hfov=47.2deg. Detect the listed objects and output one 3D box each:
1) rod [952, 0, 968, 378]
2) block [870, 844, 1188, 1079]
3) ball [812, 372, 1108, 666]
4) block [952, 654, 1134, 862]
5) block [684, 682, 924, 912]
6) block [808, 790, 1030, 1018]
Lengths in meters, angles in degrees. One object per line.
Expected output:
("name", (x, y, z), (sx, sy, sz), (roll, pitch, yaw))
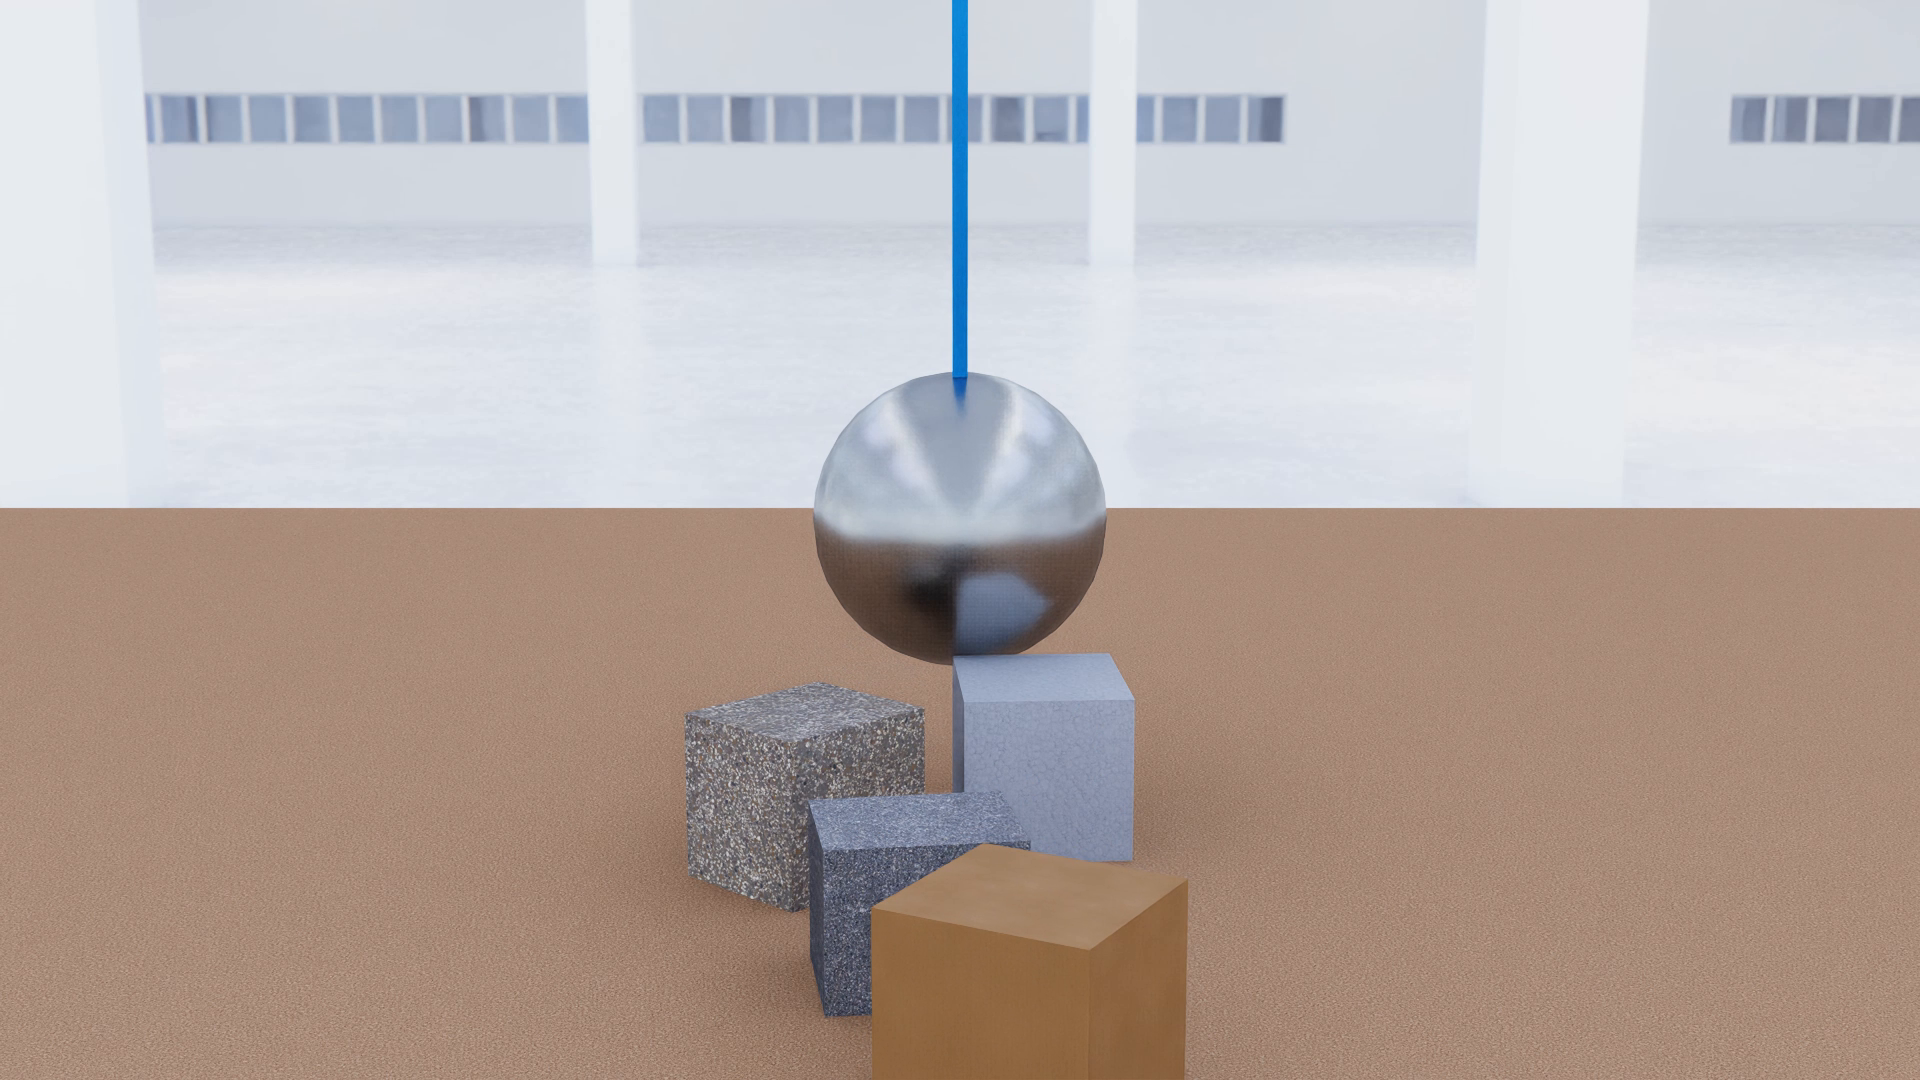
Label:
("rod", (0.000, -3.351, 10.922), (0.080, 5.200, 0.080), (0, 18, 0))
("block", (0.258, 1.681, 7.863), (0.841, 0.879, 0.819), (6, 12, 29))
("ball", (0.000, -0.116, 11.969), (1.600, 1.600, 1.600), (0, 10, 0))
("block", (0.407, 1.097, 11.242), (0.833, 0.820, 0.986), (-1, 10, -3))
("block", (-0.743, 1.216, 10.612), (0.755, 0.811, 0.866), (10, 14, 43))
("block", (-0.184, 1.516, 9.256), (0.844, 0.706, 0.701), (-2, 10, -9))
